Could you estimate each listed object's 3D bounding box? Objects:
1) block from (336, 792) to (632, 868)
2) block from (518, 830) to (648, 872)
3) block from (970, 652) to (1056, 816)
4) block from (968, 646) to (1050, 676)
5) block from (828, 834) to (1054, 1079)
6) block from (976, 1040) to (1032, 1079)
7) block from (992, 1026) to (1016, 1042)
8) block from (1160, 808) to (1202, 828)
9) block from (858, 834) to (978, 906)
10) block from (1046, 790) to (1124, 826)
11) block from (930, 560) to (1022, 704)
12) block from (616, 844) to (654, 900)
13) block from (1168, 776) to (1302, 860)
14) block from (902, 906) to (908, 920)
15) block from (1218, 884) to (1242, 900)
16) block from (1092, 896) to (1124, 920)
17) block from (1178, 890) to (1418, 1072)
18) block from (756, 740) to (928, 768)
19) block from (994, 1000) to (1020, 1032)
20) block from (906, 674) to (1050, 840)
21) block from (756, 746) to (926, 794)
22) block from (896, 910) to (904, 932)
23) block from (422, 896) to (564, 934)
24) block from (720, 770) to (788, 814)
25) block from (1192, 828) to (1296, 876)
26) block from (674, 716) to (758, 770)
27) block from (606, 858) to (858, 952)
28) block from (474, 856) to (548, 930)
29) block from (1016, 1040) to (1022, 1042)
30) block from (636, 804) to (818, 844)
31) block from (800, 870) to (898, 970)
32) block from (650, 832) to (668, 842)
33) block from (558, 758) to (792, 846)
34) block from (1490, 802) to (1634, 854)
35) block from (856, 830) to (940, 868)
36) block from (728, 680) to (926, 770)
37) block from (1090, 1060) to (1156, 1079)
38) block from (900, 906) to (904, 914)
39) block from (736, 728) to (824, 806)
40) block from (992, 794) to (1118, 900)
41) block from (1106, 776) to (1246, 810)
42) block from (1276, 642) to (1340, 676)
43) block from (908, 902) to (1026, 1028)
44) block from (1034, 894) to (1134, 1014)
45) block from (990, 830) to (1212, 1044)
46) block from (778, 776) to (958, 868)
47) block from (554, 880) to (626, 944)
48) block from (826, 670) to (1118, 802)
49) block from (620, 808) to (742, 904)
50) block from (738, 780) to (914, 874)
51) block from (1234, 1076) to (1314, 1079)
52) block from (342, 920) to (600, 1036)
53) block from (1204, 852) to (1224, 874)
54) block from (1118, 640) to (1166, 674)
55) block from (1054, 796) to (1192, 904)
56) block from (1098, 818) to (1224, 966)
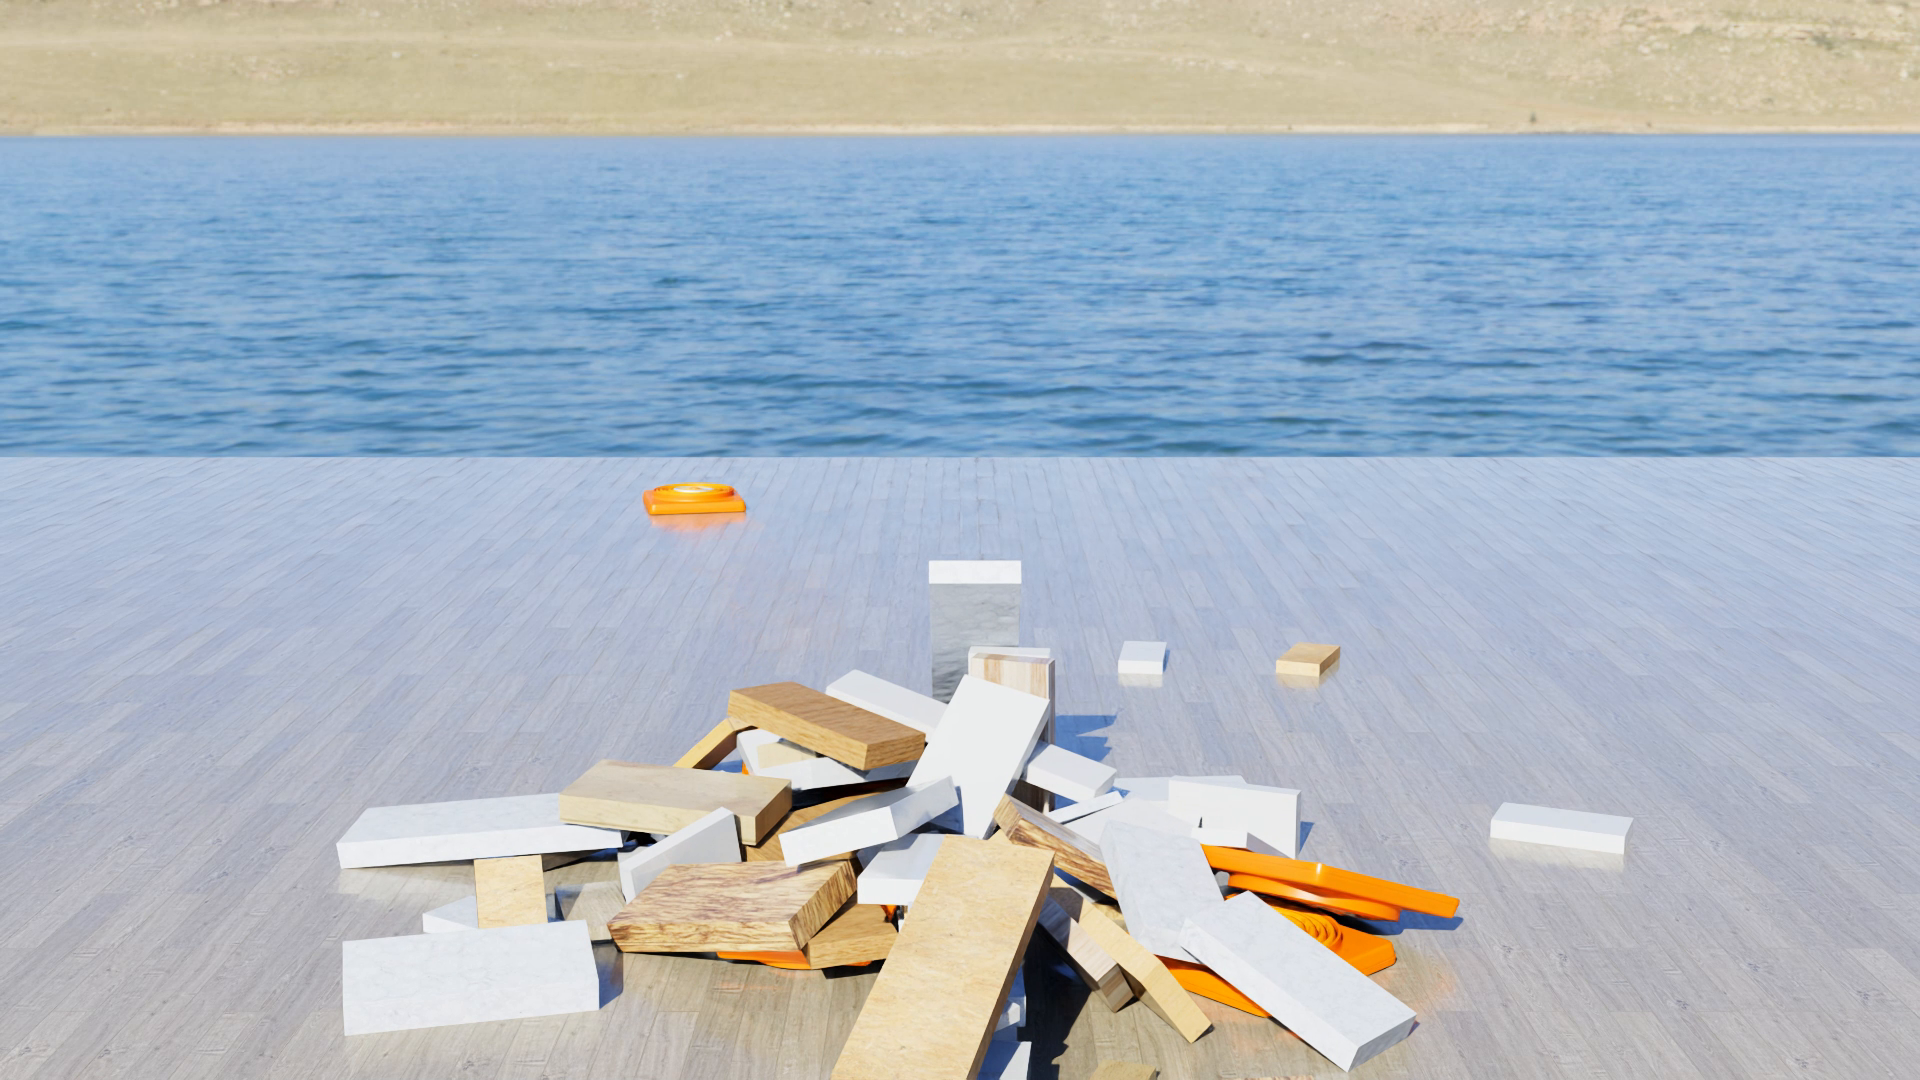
[{"bbox_3d":[-0.818,0.502,3.843,0.496,0.046,0.163,-5,15,5],"label":"block"},{"bbox_3d":[-0.666,0.523,3.859,0.212,0.030,0.106,-16,17,-30],"label":"block"},{"bbox_3d":[0.099,0.363,4.070,0.149,0.298,0.042,4,13,19],"label":"block"},{"bbox_3d":[0.094,0.350,4.139,0.149,0.298,0.042,1,16,7],"label":"block"},{"bbox_3d":[-0.023,0.566,2.768,0.154,0.044,0.632,7,26,12],"label":"block"},{"bbox_3d":[-0.006,0.700,2.688,0.166,0.047,0.333,1,11,5],"label":"block"},{"bbox_3d":[-0.001,0.655,3.031,0.150,0.042,0.300,0,-2,0],"label":"block"},{"bbox_3d":[0.317,0.509,3.875,0.200,0.028,0.100,9,33,12],"label":"block"},{"bbox_3d":[-0.059,0.493,3.300,0.133,0.038,0.266,0,7,10],"label":"block"},{"bbox_3d":[0.198,0.477,3.760,0.158,0.079,0.022,-12,60,-37],"label":"block"},{"bbox_3d":[0.028,0.237,4.230,0.165,0.047,0.670,0,-32,0],"label":"block"},{"bbox_3d":[-0.522,0.566,3.717,0.106,0.030,0.239,-2,11,-11],"label":"block"},{"bbox_3d":[0.485,0.490,3.891,0.232,0.116,0.033,5,11,23],"label":"block"},{"bbox_3d":[-0.027,0.523,3.369,0.134,0.038,0.268,-1,7,-5],"label":"block"},{"bbox_3d":[0.407,0.592,3.609,0.126,0.018,0.063,-5,12,-25],"label":"block"},{"bbox_3d":[0.209,0.593,3.588,0.174,0.025,0.087,0,11,0],"label":"block"},{"bbox_3d":[0.474,0.618,3.103,0.309,0.044,0.154,34,29,33],"label":"block"},{"bbox_3d":[-0.196,0.385,4.099,0.329,0.047,0.165,-1,-10,-44],"label":"block"},{"bbox_3d":[-0.001,0.592,2.819,0.073,0.021,0.147,-14,22,-41],"label":"block"},{"bbox_3d":[0.023,0.393,3.886,0.165,0.047,0.329,16,49,16],"label":"block"},{"bbox_3d":[-0.169,0.416,3.988,0.354,0.050,0.177,-2,-9,-37],"label":"block"},{"bbox_3d":[-0.028,0.590,3.354,0.134,0.038,0.268,-1,-6,-3],"label":"block"},{"bbox_3d":[-0.739,0.610,3.479,0.206,0.029,0.103,7,13,34],"label":"block"},{"bbox_3d":[-0.395,0.484,3.933,0.200,0.028,0.100,26,34,35],"label":"block"},{"bbox_3d":[0.471,0.516,3.636,0.092,0.026,0.287,1,-17,25],"label":"block"},{"bbox_3d":[-0.472,0.400,4.284,0.200,0.028,0.100,-42,-17,35],"label":"block"},{"bbox_3d":[-0.350,0.561,3.375,0.354,0.050,0.177,-7,20,33],"label":"block"},{"bbox_3d":[-0.693,0.577,3.399,0.103,0.029,0.206,-2,39,-14],"label":"block"},{"bbox_3d":[0.004,0.759,2.630,0.167,0.047,0.675,0,11,0],"label":"block"},{"bbox_3d":[-0.337,0.516,3.981,0.490,0.031,0.110,-3,11,-15],"label":"block"},{"bbox_3d":[-0.192,0.578,3.370,0.133,0.038,0.266,-6,14,-15],"label":"block"},{"bbox_3d":[-0.437,0.484,3.819,0.184,0.026,0.092,-28,42,-36],"label":"block"},{"bbox_3d":[-0.485,0.446,3.763,0.355,0.050,0.177,4,16,15],"label":"block"},{"bbox_3d":[1.085,0.518,3.964,0.232,0.033,0.116,5,12,24],"label":"block"},{"bbox_3d":[-0.089,0.544,3.718,0.158,0.079,0.022,-8,-31,-36],"label":"block"},{"bbox_3d":[-0.240,0.328,3.928,0.327,0.046,0.163,18,14,35],"label":"block"},{"bbox_3d":[0.204,0.725,2.887,0.073,0.021,0.147,4,11,19],"label":"block"},{"bbox_3d":[-0.030,0.564,3.535,0.134,0.038,0.268,-1,-3,-2],"label":"block"},{"bbox_3d":[-0.341,0.428,4.148,0.110,0.031,0.221,-8,31,-17],"label":"block"},{"bbox_3d":[0.192,0.500,3.457,0.283,0.040,0.142,30,3,-12],"label":"block"},{"bbox_3d":[0.394,0.486,4.115,0.298,0.042,0.149,-1,11,-5],"label":"block"},{"bbox_3d":[0.831,0.283,5.241,0.103,0.029,0.205,4,11,23],"label":"block"},{"bbox_3d":[0.005,0.575,3.001,0.150,0.042,0.300,0,15,-2],"label":"block"},{"bbox_3d":[0.138,0.561,3.191,0.038,0.133,0.266,-41,57,-10],"label":"block"},{"bbox_3d":[0.192,0.577,3.250,0.040,0.142,0.496,-43,28,-10],"label":"block"},{"bbox_3d":[-0.138,0.448,3.539,0.177,0.050,0.488,-16,-3,10],"label":"block"},{"bbox_3d":[-0.590,0.600,3.537,0.103,0.029,0.206,-3,11,-16],"label":"block"},{"bbox_3d":[0.017,0.357,4.011,0.540,0.033,0.116,20,20,19],"label":"block"},{"bbox_3d":[-0.452,0.529,3.572,0.212,0.106,0.030,-27,31,-38],"label":"block"},{"bbox_3d":[-0.177,0.515,3.818,0.466,0.050,0.177,-10,27,-45],"label":"block"},{"bbox_3d":[0.406,0.745,2.725,0.142,0.040,0.283,-1,11,-7],"label":"block"},{"bbox_3d":[-0.715,0.636,3.210,0.355,0.050,0.177,-3,20,-15],"label":"block"},{"bbox_3d":[0.362,0.542,3.736,0.087,0.025,0.174,-31,25,-18],"label":"block"},{"bbox_3d":[0.438,0.280,5.258,0.103,0.029,0.205,2,11,8],"label":"block"},{"bbox_3d":[0.227,0.523,3.647,0.327,0.046,0.163,-16,26,-35],"label":"block"},{"bbox_3d":[0.314,0.532,3.319,0.154,0.044,0.309,14,20,-12],"label":"block"}]
